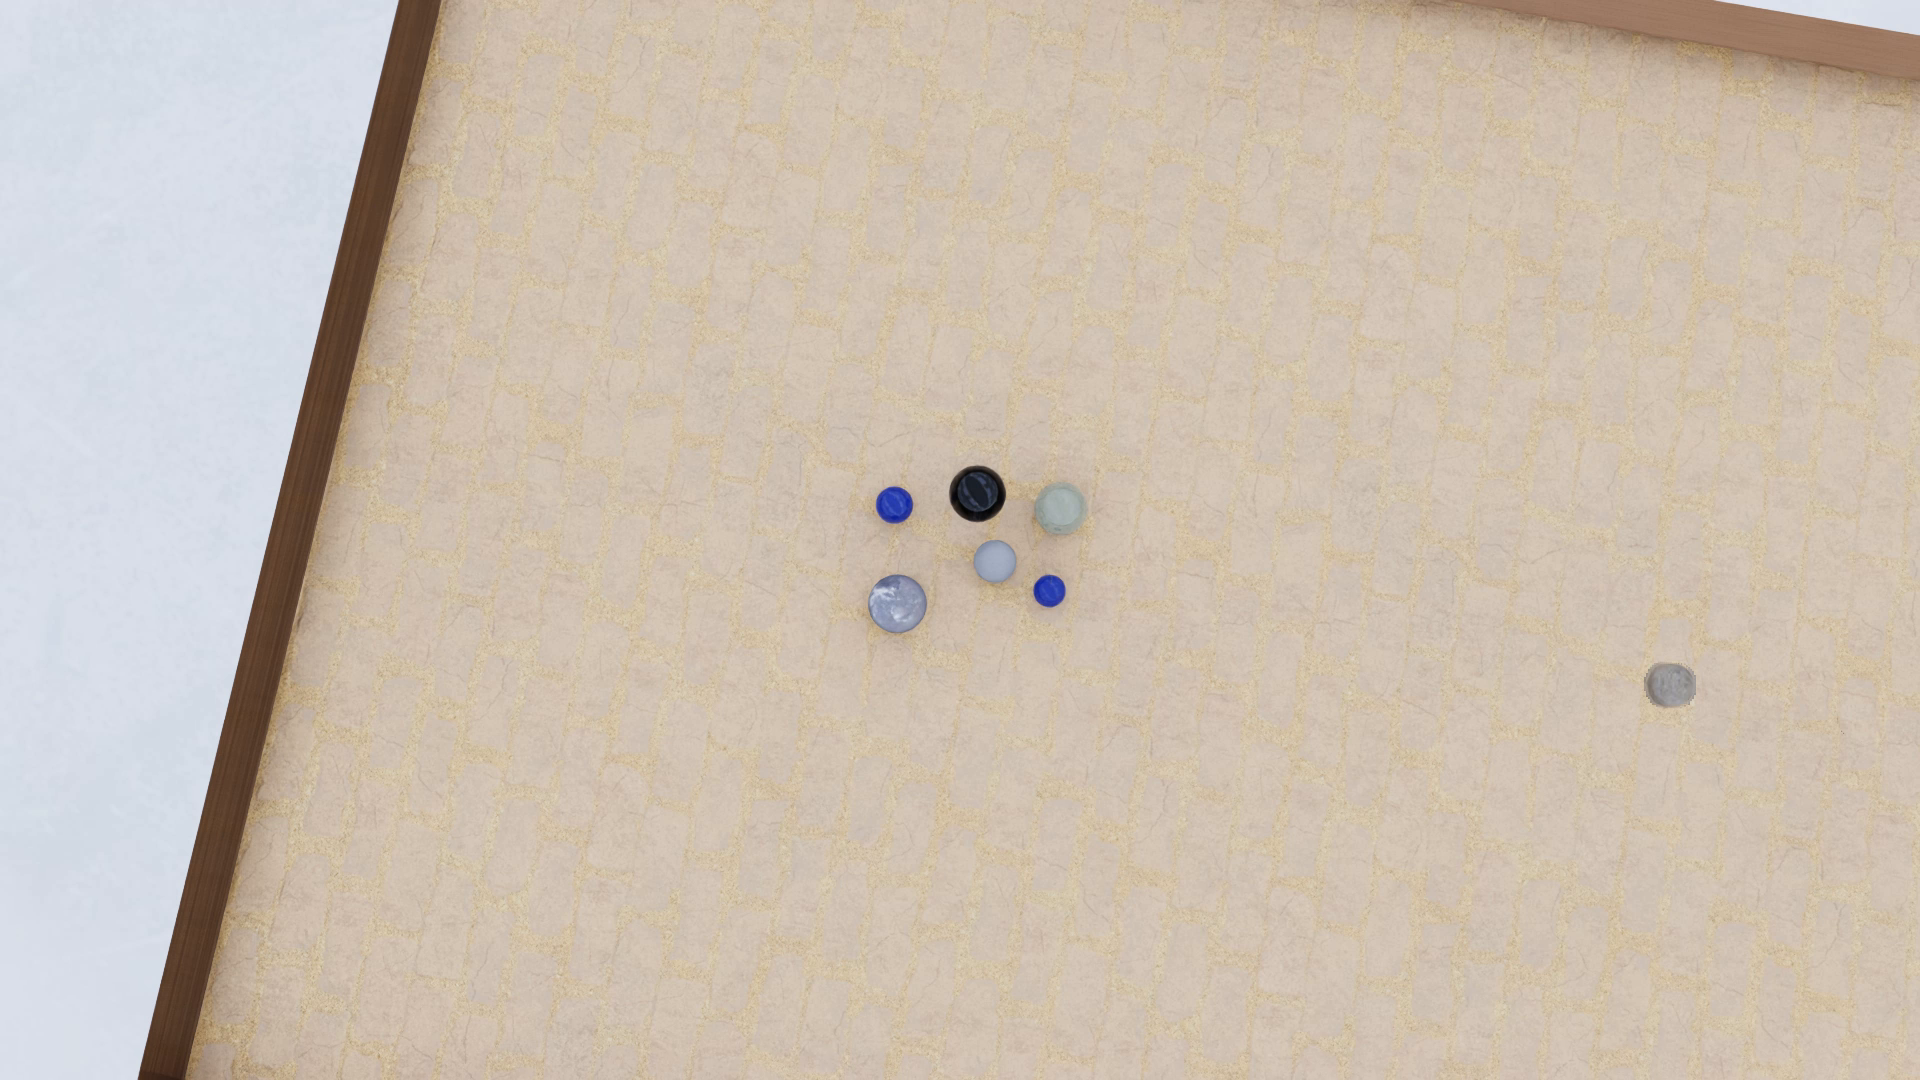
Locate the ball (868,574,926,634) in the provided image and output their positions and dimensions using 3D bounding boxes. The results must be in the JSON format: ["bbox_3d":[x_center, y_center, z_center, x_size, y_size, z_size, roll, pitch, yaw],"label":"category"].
[{"bbox_3d":[-0.093,0.095,3.259,0.087,0.087,0.087,0,80,0],"label":"ball"}]

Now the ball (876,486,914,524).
[{"bbox_3d":[-0.098,-0.052,3.300,0.057,0.057,0.057,0,80,0],"label":"ball"}]

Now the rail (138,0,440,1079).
[{"bbox_3d":[-0.951,-0.176,3.293,0.045,0.113,2.033,10,80,2],"label":"rail"}]

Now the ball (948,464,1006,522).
[{"bbox_3d":[0.026,-0.069,3.288,0.086,0.086,0.086,0,80,0],"label":"ball"}]

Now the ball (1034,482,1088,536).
[{"bbox_3d":[0.151,-0.047,3.287,0.080,0.080,0.080,0,80,0],"label":"ball"}]

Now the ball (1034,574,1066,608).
[{"bbox_3d":[0.134,0.076,3.281,0.050,0.050,0.050,0,80,0],"label":"ball"}]

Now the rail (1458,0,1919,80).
[{"bbox_3d":[1.153,-0.789,3.402,3.961,0.113,0.045,10,80,2],"label":"rail"}]

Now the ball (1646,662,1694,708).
[{"bbox_3d":[1.050,0.215,3.247,0.068,0.068,0.068,0,80,0],"label":"ball"}]

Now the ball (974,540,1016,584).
[{"bbox_3d":[0.052,0.032,3.281,0.065,0.065,0.065,0,80,0],"label":"ball"}]
